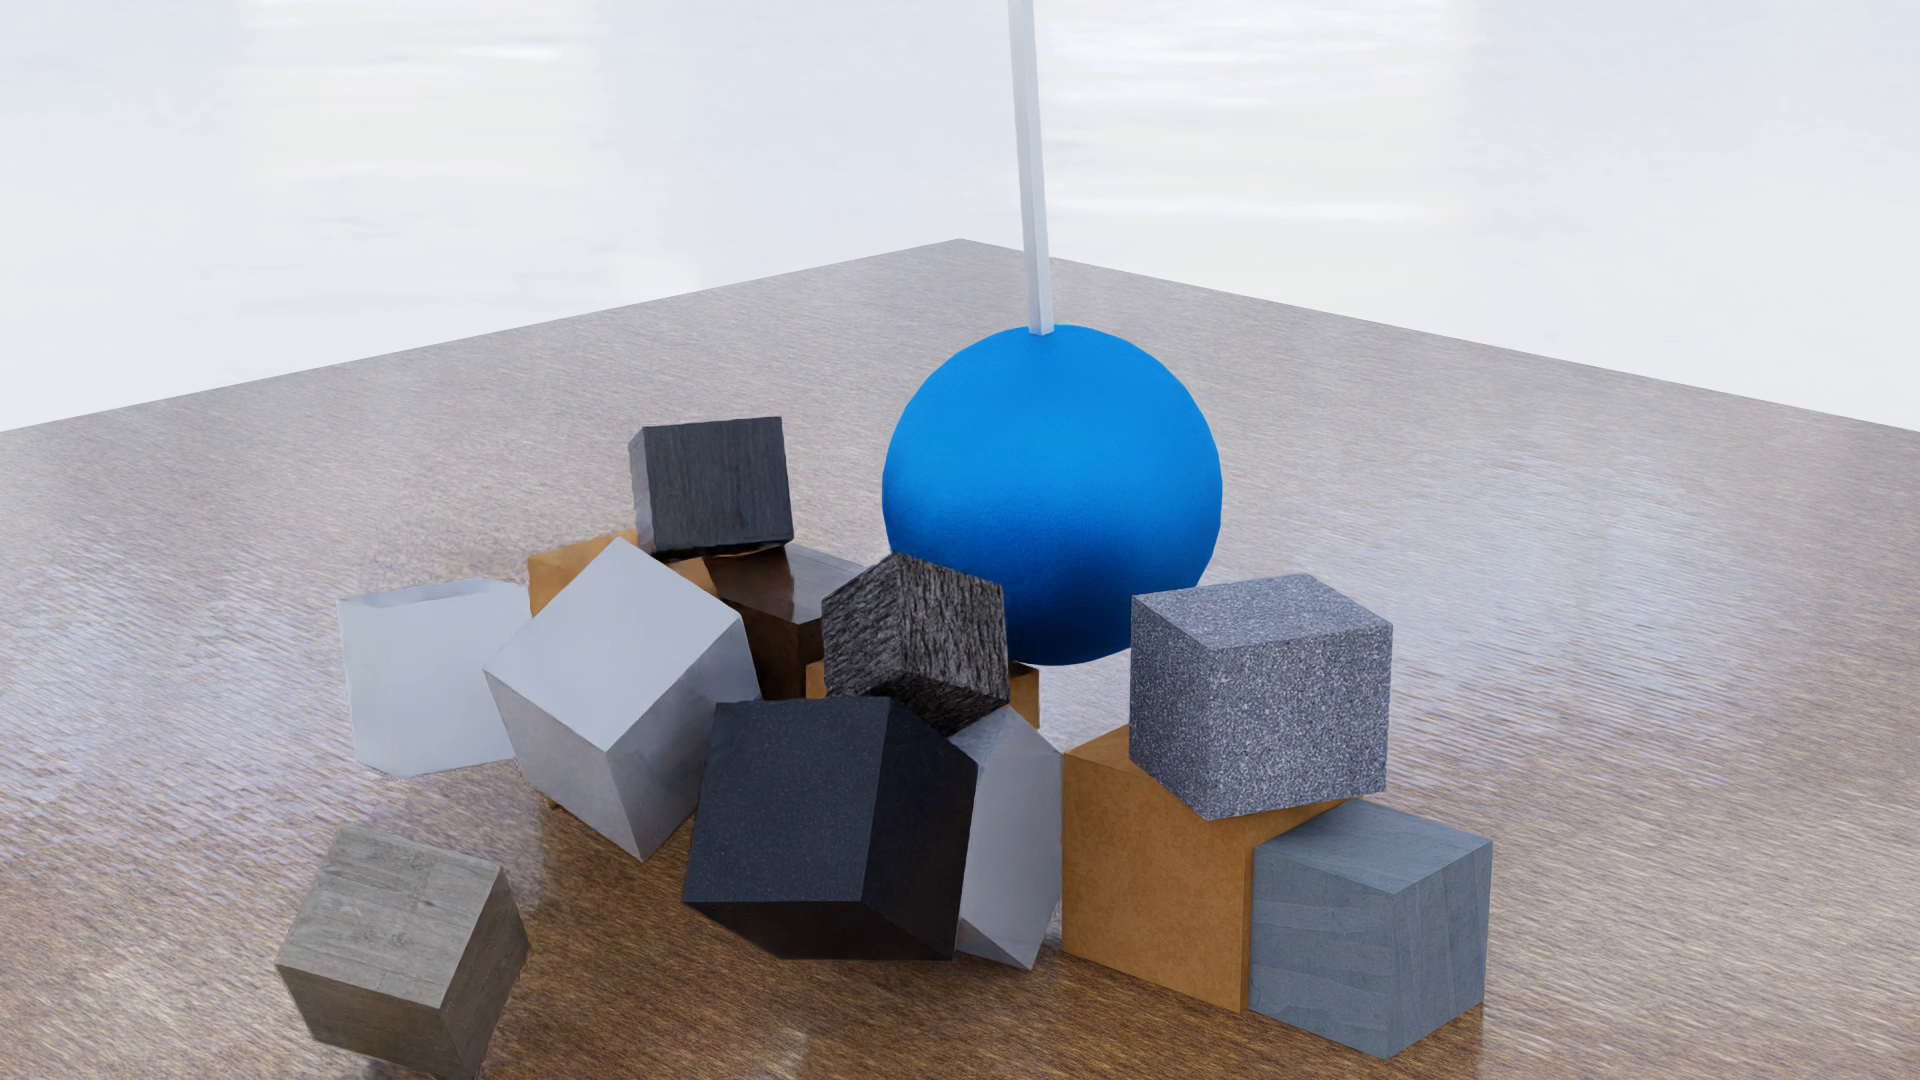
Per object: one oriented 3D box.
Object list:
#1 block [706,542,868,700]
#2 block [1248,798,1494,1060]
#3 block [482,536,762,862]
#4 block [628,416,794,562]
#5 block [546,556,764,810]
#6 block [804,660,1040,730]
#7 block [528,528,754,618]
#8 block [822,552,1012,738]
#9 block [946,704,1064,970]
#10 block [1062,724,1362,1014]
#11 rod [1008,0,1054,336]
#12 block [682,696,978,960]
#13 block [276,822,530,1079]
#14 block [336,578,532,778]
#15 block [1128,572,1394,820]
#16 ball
[{"bbox_3d":[-0.801,0.697,14.398,0.821,1.037,0.973,-16,24,-42],"label":"block"},{"bbox_3d":[1.691,1.587,12.090,0.683,0.723,0.722,15,23,40],"label":"block"},{"bbox_3d":[-1.349,0.654,12.010,0.676,0.845,0.802,31,62,25],"label":"block"},{"bbox_3d":[-1.258,-0.251,14.738,0.693,0.615,0.600,-5,-5,-14],"label":"block"},{"bbox_3d":[-1.571,0.674,13.817,0.768,0.780,0.846,-13,-18,-40],"label":"block"},{"bbox_3d":[-0.178,0.989,13.817,0.737,0.827,0.813,-16,24,-42],"label":"block"},{"bbox_3d":[-1.530,0.539,15.101,0.876,0.916,1.056,-17,24,-42],"label":"block"},{"bbox_3d":[-0.181,0.444,11.856,0.552,0.525,0.497,18,-35,-35],"label":"block"},{"bbox_3d":[-0.101,1.186,12.468,0.851,0.845,0.953,11,-20,32],"label":"block"},{"bbox_3d":[1.082,1.329,12.589,0.938,0.916,0.881,14,22,38],"label":"block"},{"bbox_3d":[0.187,-3.364,12.480,0.080,5.200,0.080,17,30,42],"label":"rod"},{"bbox_3d":[-0.497,1.152,11.596,0.784,0.819,0.792,-4,-25,27],"label":"block"},{"bbox_3d":[-2.162,1.619,11.468,0.670,0.703,0.629,13,58,11],"label":"block"},{"bbox_3d":[-2.341,0.605,13.226,0.676,0.749,0.742,-9,6,-25],"label":"block"},{"bbox_3d":[1.227,0.630,12.076,0.819,0.724,0.727,-7,19,-21],"label":"block"},{"bbox_3d":[0.431,-0.210,13.727,1.600,1.600,1.600,0,17,0],"label":"ball"}]
